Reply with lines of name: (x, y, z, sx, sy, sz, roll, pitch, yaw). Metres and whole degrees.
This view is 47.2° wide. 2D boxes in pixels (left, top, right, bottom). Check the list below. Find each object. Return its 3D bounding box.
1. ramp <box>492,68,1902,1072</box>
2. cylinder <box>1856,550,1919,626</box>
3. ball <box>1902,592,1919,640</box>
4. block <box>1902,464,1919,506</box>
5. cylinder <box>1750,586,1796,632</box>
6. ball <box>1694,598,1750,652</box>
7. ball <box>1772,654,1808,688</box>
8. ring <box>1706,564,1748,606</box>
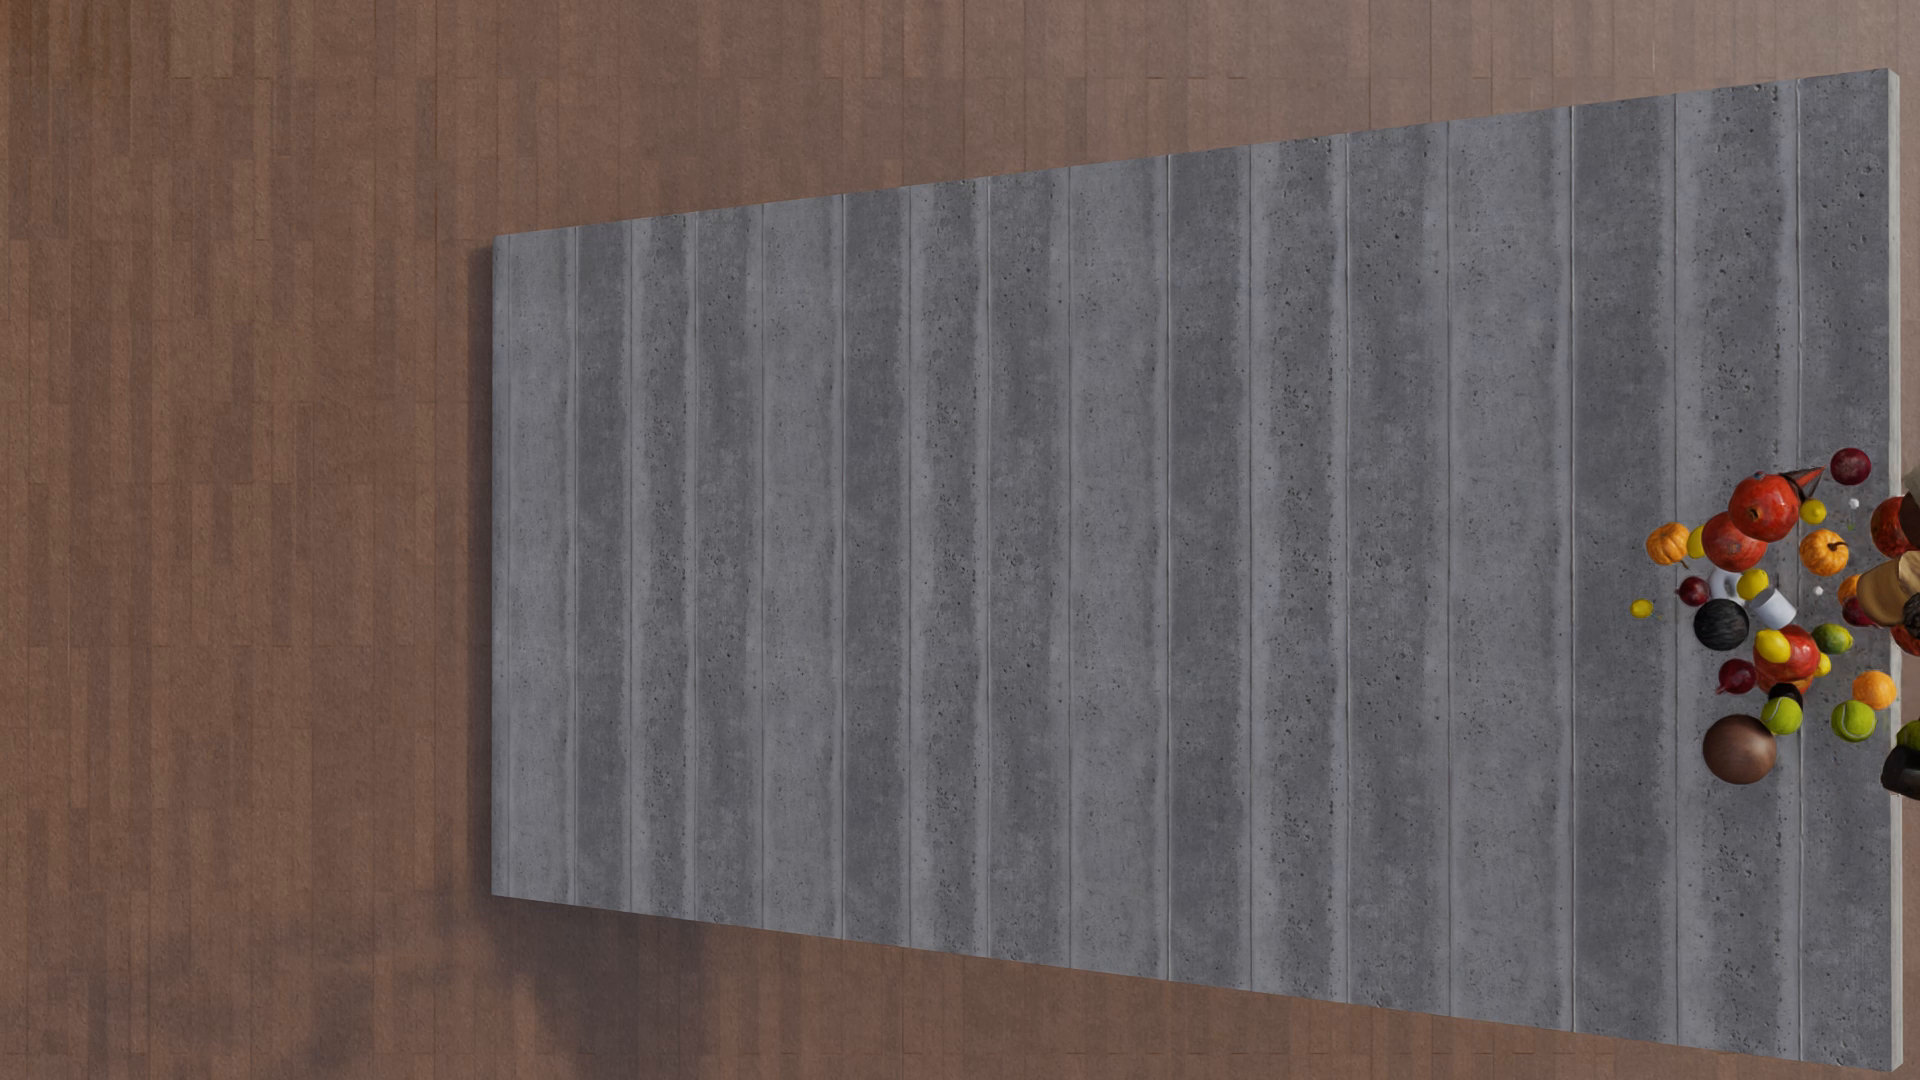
ramp: (0.244, 0.067, 5.569, 4.000, 0.100, 2.000, 0, 89, 35)
cylinder: (1.343, 0.069, 3.135, 0.087, 0.087, 0.087, 7, 67, -18)
ball: (1.322, 0.104, 2.998, 0.070, 0.070, 0.070, 0, 90, 0)
block: (1.446, -0.078, 3.243, 0.065, 0.065, 0.065, 21, 129, -37)
cylinder: (1.369, 0.116, 3.704, 0.053, 0.053, 0.053, 44, 90, -6)
ball: (1.297, 0.145, 3.747, 0.090, 0.090, 0.090, 0, 90, 0)
ball: (1.682, 0.266, 4.453, 0.069, 0.069, 0.069, 0, 90, 0)
ring: (1.519, 0.096, 4.356, 0.097, 0.032, 0.097, 8, 73, -29)
